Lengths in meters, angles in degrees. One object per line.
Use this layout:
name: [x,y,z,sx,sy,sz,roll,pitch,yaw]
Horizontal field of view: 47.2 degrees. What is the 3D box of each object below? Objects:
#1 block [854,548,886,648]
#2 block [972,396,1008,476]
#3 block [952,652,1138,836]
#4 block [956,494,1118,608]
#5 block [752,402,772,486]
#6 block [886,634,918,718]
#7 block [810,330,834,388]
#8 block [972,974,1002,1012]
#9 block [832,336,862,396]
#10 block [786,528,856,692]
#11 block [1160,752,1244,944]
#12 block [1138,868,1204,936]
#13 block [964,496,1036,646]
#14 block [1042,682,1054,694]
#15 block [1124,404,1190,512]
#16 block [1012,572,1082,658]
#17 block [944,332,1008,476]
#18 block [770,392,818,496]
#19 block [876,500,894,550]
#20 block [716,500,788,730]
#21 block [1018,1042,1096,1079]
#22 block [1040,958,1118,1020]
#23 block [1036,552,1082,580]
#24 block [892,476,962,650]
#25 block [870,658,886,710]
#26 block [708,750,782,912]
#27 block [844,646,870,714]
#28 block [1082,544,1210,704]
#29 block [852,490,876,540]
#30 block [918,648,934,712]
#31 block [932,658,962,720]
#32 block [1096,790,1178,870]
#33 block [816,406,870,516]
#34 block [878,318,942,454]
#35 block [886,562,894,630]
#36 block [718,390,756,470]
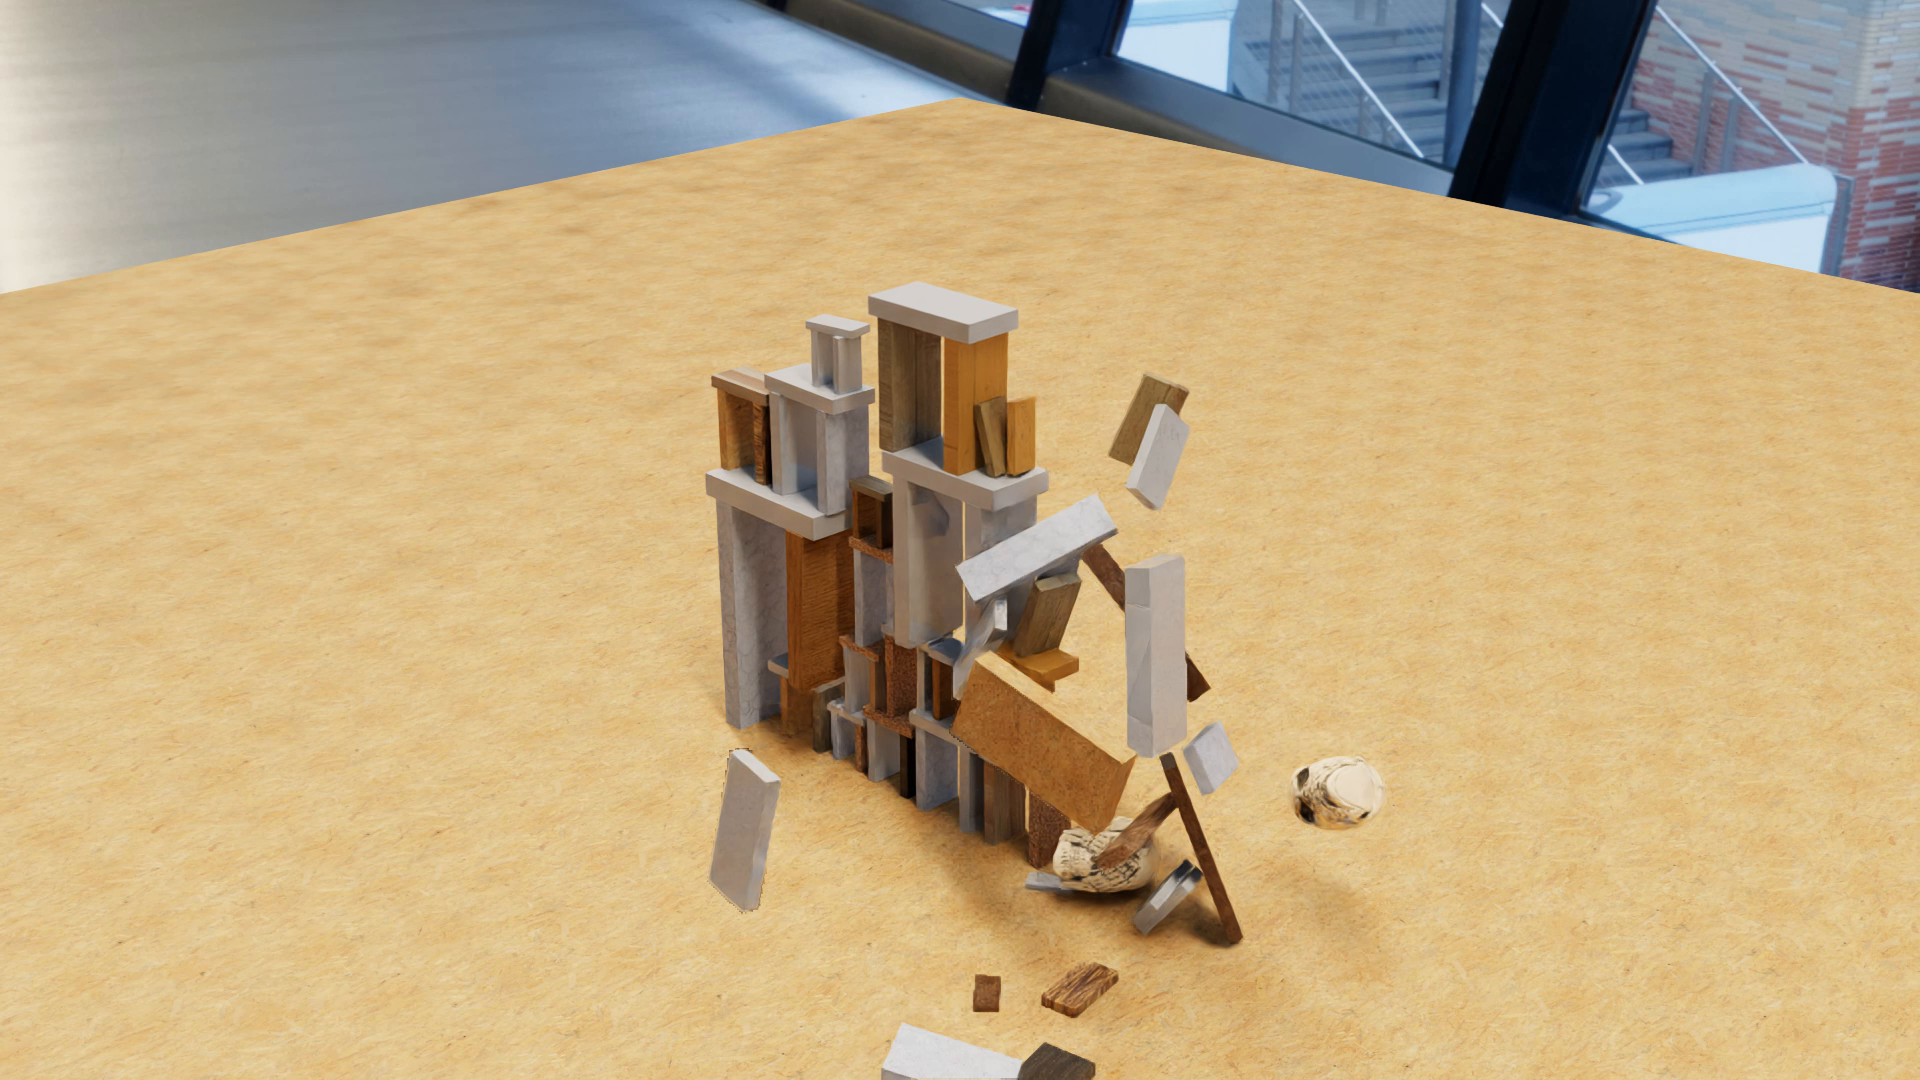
block: [-0.181,0.108,4.470,0.020,0.214,0.071,21,31,41]
block: [0.068,-0.192,4.073,0.068,0.137,0.019,-22,14,-41]
block: [0.143,0.353,3.833,0.330,0.165,0.047,34,36,25]
block: [0.141,0.018,4.030,0.292,0.024,0.084,-28,60,-1]
block: [-0.382,-0.209,4.545,0.089,0.177,0.025,-20,30,-39]
block: [-0.119,0.266,4.473,0.019,0.185,0.068,21,31,40]
block: [-0.270,-0.367,4.358,0.016,0.116,0.058,15,27,31]
block: [0.048,0.797,3.866,0.046,0.013,0.092,1,23,3]
block: [-0.220,-0.346,4.309,0.058,0.116,0.016,-19,29,-37]
block: [-0.275,0.125,4.561,0.175,0.350,0.050,-20,31,-39]
block: [0.439,0.558,4.001,0.026,0.349,0.093,-21,10,4]
block: [0.386,0.663,4.035,0.020,0.142,0.071,43,35,6]
block: [0.077,0.052,4.160,0.148,0.296,0.042,-21,30,-39]
block: [0.135,0.344,4.167,0.097,0.194,0.027,-21,31,-40]
block: [0.348,-0.144,3.858,0.024,0.084,0.167,4,64,42]
block: [0.162,0.140,4.100,0.092,0.185,0.026,-14,51,-28]
block: [0.029,-0.261,4.076,0.037,0.262,0.131,22,31,40]
block: [-0.333,-0.208,4.491,0.109,0.218,0.031,-20,30,-39]
block: [-0.141,-0.039,4.355,0.052,0.104,0.015,-21,31,-40]
block: [-0.433,0.139,4.755,0.050,0.529,0.175,21,31,41]
block: [0.128,0.901,3.602,0.099,0.028,0.197,15,27,31]
block: [0.212,0.790,3.874,0.071,0.020,0.142,16,28,33]
block: [0.180,0.078,4.146,0.068,0.264,0.019,4,34,-12]
block: [-0.062,0.025,4.299,0.042,0.356,0.148,21,31,40]
block: [-0.158,0.287,4.511,0.016,0.116,0.058,21,31,41]
block: [-0.324,0.437,3.306,0.026,0.227,0.092,-9,31,-41]
block: [-0.213,0.283,4.569,0.016,0.153,0.058,21,31,41]
block: [0.344,0.148,4.161,0.047,0.165,0.343,-36,42,1]
block: [-0.190,-0.058,4.401,0.052,0.104,0.015,-21,31,-40]
block: [-0.054,0.269,4.404,0.019,0.137,0.068,21,31,40]
block: [-0.024,0.287,4.368,0.066,0.132,0.019,-21,31,-41]
block: [0.333,0.532,4.050,0.186,0.026,0.093,-39,-2,-42]
block: [-0.233,-0.168,4.395,0.109,0.218,0.031,-19,30,-37]
block: [-0.095,-0.309,4.188,0.037,0.262,0.131,21,31,40]
block: [-0.114,0.101,4.393,0.020,0.142,0.071,21,31,40]
block: [-0.464,-0.242,4.623,0.089,0.177,0.025,-21,30,-40]
